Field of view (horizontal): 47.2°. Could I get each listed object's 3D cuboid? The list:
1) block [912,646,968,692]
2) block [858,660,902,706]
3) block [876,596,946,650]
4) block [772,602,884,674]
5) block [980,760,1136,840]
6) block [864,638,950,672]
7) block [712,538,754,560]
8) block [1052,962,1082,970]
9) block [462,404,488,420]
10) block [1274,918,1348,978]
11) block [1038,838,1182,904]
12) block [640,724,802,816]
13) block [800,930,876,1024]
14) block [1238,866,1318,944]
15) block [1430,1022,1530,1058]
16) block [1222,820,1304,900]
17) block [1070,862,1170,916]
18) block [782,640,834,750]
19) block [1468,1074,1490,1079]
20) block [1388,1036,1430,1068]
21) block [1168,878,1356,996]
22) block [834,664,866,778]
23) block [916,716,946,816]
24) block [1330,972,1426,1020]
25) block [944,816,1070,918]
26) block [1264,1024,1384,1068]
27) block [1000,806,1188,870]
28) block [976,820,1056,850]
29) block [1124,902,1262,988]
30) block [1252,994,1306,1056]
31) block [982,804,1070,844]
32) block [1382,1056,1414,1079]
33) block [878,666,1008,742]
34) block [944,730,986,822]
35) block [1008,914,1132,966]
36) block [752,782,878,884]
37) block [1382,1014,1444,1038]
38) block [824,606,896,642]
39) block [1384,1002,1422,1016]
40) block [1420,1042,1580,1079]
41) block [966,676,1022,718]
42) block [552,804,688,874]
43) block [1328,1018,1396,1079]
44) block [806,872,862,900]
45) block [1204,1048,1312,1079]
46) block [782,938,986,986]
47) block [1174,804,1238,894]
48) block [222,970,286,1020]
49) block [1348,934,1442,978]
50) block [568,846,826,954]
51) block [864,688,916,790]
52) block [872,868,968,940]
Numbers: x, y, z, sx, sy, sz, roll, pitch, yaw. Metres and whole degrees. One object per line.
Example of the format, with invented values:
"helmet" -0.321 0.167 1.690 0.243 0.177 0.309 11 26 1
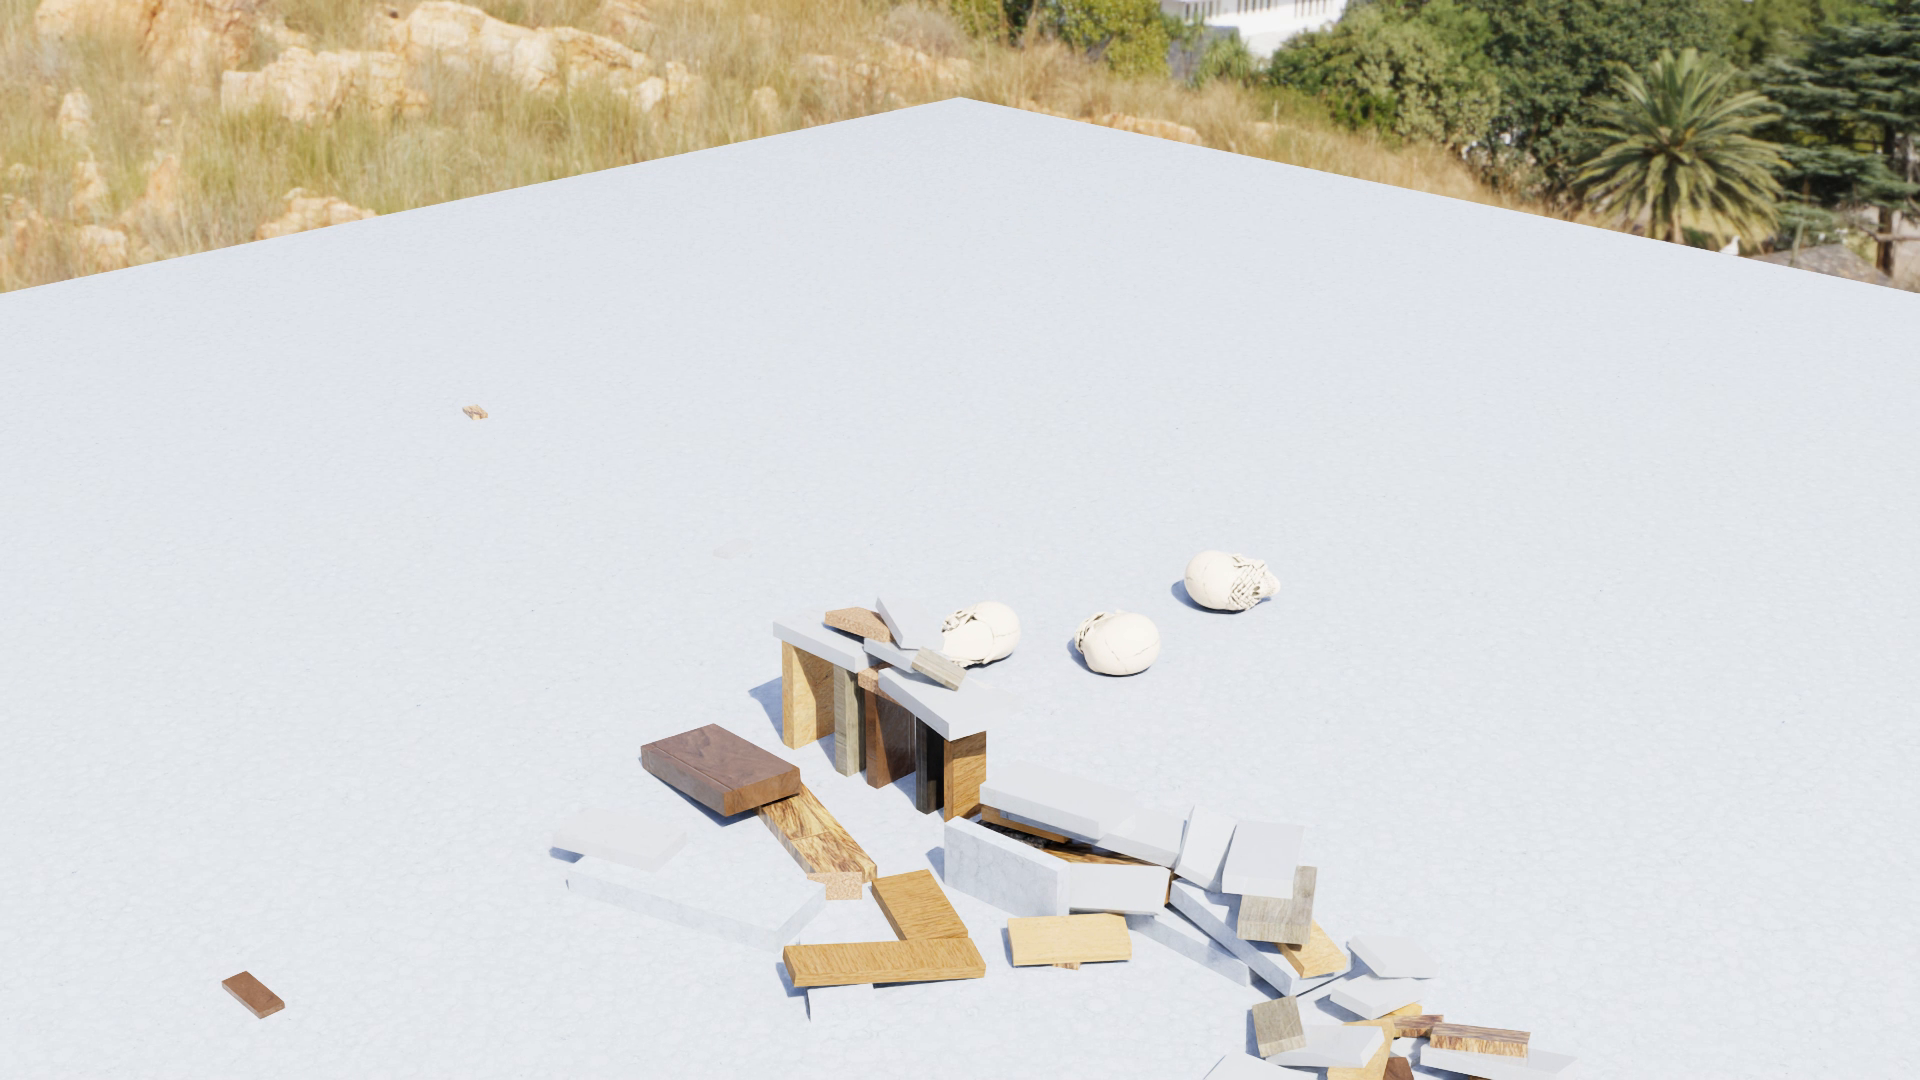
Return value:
"block" -0.041 0.253 4.330 0.103 0.015 0.052 29 40 0
"block" -0.091 0.299 4.450 0.111 0.031 0.221 -21 31 -40
"block" -0.102 0.168 4.476 0.091 0.026 0.182 5 24 -22
"block" -0.259 0.203 4.589 0.252 0.036 0.126 21 30 40
"block" 0.186 0.494 4.200 0.268 0.038 0.134 13 25 33
"block" -0.108 0.228 4.429 0.091 0.026 0.182 -4 14 -33
"block" -0.587 0.022 5.690 0.052 0.015 0.103 13 26 28
"block" 0.203 0.745 3.987 0.048 0.014 0.096 6 24 15
"block" -1.467 -0.386 6.654 0.047 0.013 0.095 -13 26 -28
"block" 0.597 0.700 3.863 0.085 0.024 0.171 -7 30 -22
"block" 0.300 0.614 4.169 0.319 0.045 0.159 4 19 42
"block" -0.495 0.470 4.529 0.177 0.050 0.355 -16 20 -32
"block" -0.218 0.773 3.899 0.113 0.032 0.227 -3 23 -8
"block" 0.564 0.641 3.897 0.123 0.035 0.247 3 17 11
"block" 0.863 0.828 3.645 0.155 0.022 0.077 2 4 18
"block" 0.553 0.578 3.992 0.123 0.035 0.247 4 17 13
"block" 0.266 0.642 4.056 0.256 0.085 0.024 -4 -28 38
"block" -0.320 0.311 4.703 0.126 0.252 0.036 -21 32 -41
"block" 0.879 1.010 3.337 0.115 0.033 0.633 1 23 3
"block" 0.774 0.856 3.724 0.105 0.015 0.053 -19 30 -38
"block" 0.542 0.691 3.948 0.159 0.045 0.319 -15 33 -33
"block" -0.203 0.357 4.596 0.126 0.252 0.036 -21 31 -41
"block" -0.039 0.435 4.452 0.031 0.221 0.111 21 31 41
"block" 0.726 0.785 3.814 0.085 0.024 0.169 21 19 40
"block" 0.086 0.625 4.116 0.268 0.134 0.038 18 29 36
"block" 0.607 0.843 3.667 0.179 0.025 0.090 -8 15 36
"block" 0.277 0.537 4.184 0.398 0.035 0.123 13 24 32
"block" 0.115 0.570 4.323 0.186 0.026 0.093 0 16 40
"block" 0.450 0.706 4.039 0.159 0.045 0.319 -21 31 -41
"block" 0.541 0.824 3.731 0.077 0.022 0.155 -15 12 7
"block" 0.145 0.536 4.279 0.186 0.026 0.093 12 24 31
"block" 0.709 0.904 3.603 0.077 0.022 0.155 -1 23 -2
"block" -0.035 0.309 4.337 0.134 0.038 0.268 -14 27 -29
"block" 0.011 0.472 4.409 0.093 0.186 0.026 -21 31 -40
"block" 0.197 0.722 3.985 0.213 0.030 0.107 -2 23 -5
"block" -0.301 0.577 4.360 0.113 0.032 0.409 -11 25 -25
"block" 0.770 0.829 3.752 0.105 0.015 0.053 -5 13 20
"block" -0.185 0.174 4.541 0.091 0.026 0.182 -8 16 -44
"block" 0.747 0.809 3.835 0.105 0.015 0.053 21 31 41
"block" 0.887 0.857 3.616 0.230 0.030 0.107 4 5 35
"block" 0.012 0.351 4.892 0.230 0.033 0.115 18 29 36
"block" -0.656 0.575 4.236 0.230 0.033 0.115 10 25 23
"block" 0.669 0.852 3.661 0.085 0.024 0.171 -12 13 22
"block" -0.237 0.654 4.153 0.103 0.052 0.015 -1 23 -3
"block" 0.515 0.905 3.588 0.213 0.030 0.107 15 27 31
"block" -0.133 0.747 3.896 0.351 0.025 0.090 1 23 -20
"block" 0.454 0.568 4.046 0.090 0.025 0.179 27 34 -1
"block" -1.242 0.798 3.862 0.048 0.014 0.135 -21 31 -40
"block" 0.769 0.736 3.887 0.169 0.024 0.085 12 23 -44
"block" -0.498 0.657 4.148 0.461 0.050 0.177 11 25 25
"block" -0.143 0.394 4.549 0.031 0.221 0.111 21 31 41
"block" -0.076 0.692 4.090 0.113 0.032 0.227 -8 24 -18
